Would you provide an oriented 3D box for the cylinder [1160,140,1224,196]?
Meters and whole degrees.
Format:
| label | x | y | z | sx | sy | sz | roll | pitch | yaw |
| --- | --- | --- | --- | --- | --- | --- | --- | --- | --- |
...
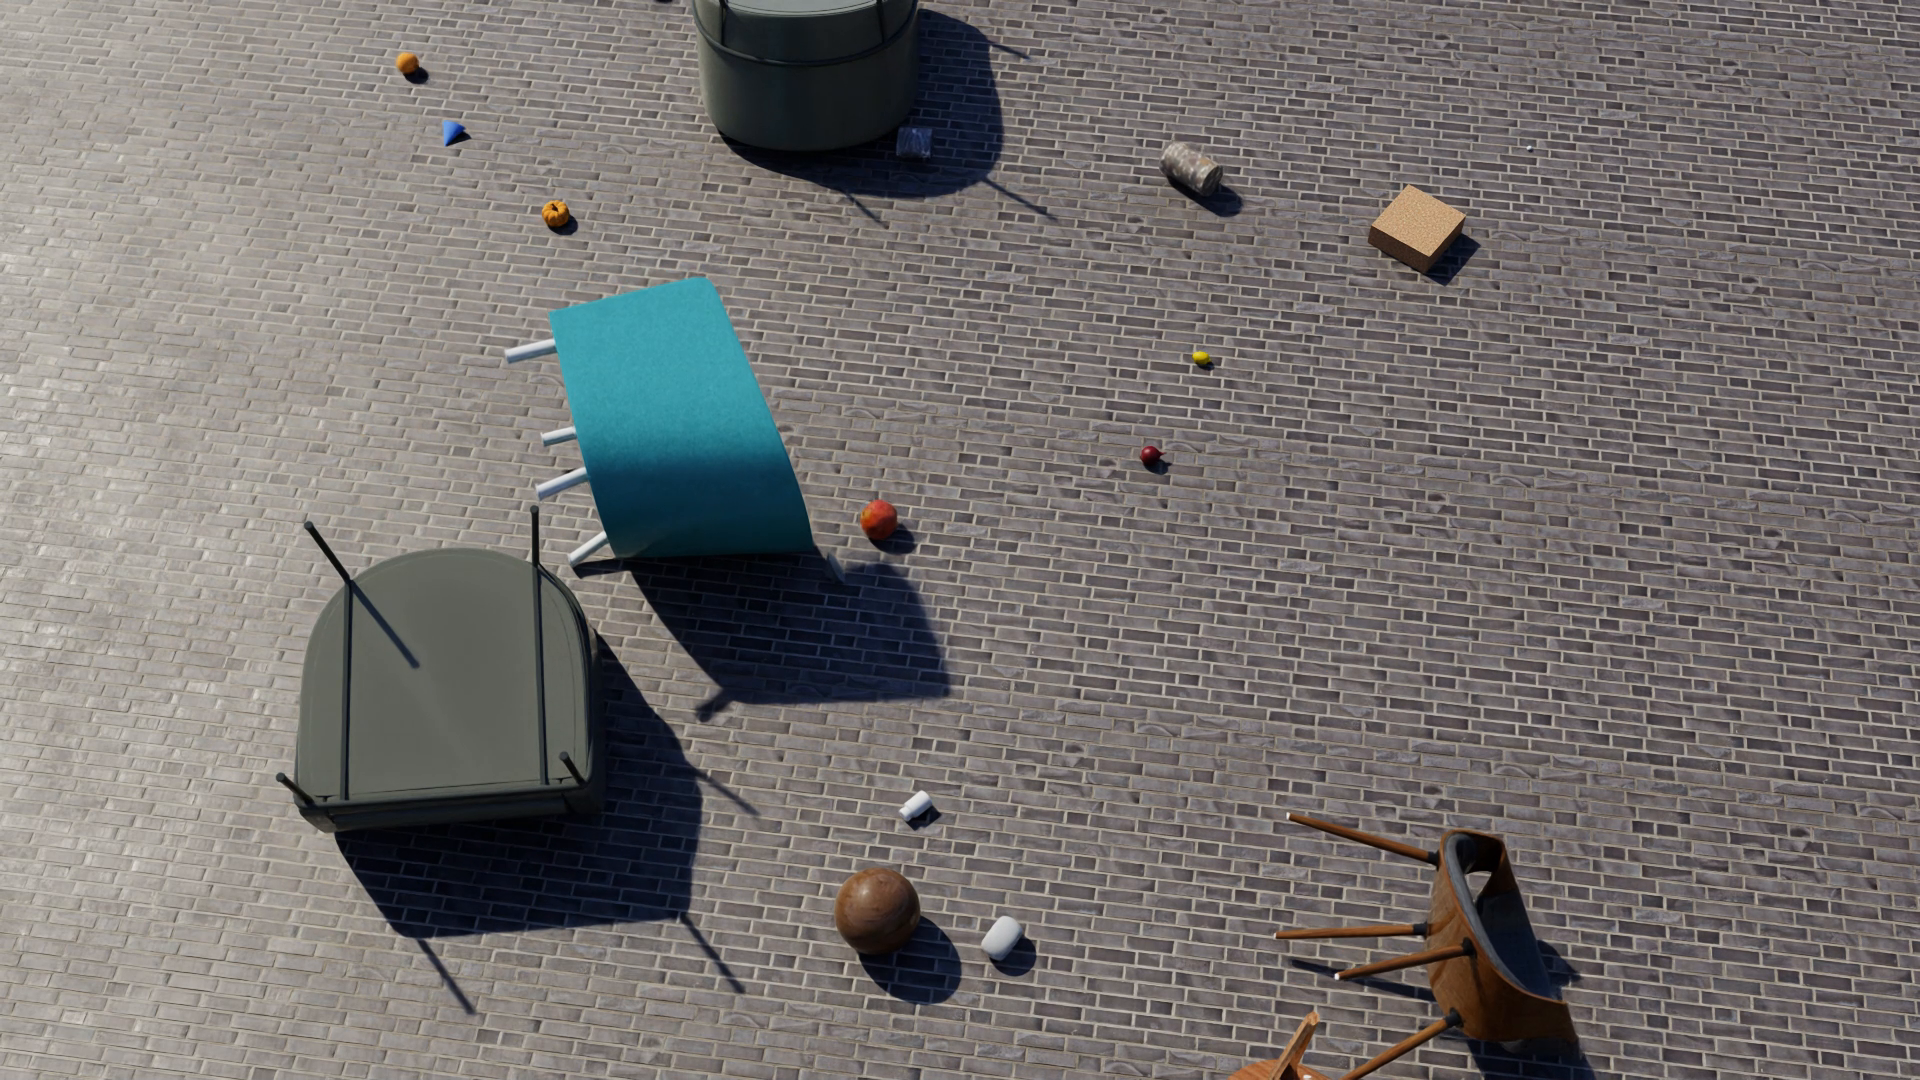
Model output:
| label | x | y | z | sx | sy | sz | roll | pitch | yaw |
| --- | --- | --- | --- | --- | --- | --- | --- | --- | --- |
| cylinder | 0.773 | -1.239 | 7.330 | 0.172 | 0.134 | 0.113 | 36 | 102 | 21 |

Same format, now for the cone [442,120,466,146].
| label | x | y | z | sx | sy | sz | roll | pitch | yaw |
| --- | --- | --- | --- | --- | --- | --- | --- | --- | --- |
| cone | -1.737 | -1.374 | 7.482 | 0.085 | 0.049 | 0.086 | 15 | 73 | 14 |

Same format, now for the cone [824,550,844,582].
| label | x | y | z | sx | sy | sz | roll | pitch | yaw |
| --- | --- | --- | --- | --- | --- | --- | --- | --- | --- |
| cone | -0.385 | 0.092 | 6.496 | 0.050 | 0.062 | 0.121 | -36 | 52 | 15 |

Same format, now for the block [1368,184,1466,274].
| label | x | y | z | sx | sy | sz | roll | pitch | yaw |
| --- | --- | --- | --- | --- | --- | --- | --- | --- | --- |
| block | 1.497 | -1.020 | 7.208 | 0.220 | 0.084 | 0.229 | 33 | 62 | 20 |

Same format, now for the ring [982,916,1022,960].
| label | x | y | z | sx | sy | sz | roll | pitch | yaw |
| --- | --- | --- | --- | --- | --- | --- | --- | --- | --- |
| ring | 0.111 | 1.053 | 5.818 | 0.074 | 0.083 | 0.121 | 36 | 65 | 11 |

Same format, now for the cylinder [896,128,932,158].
| label | x | y | z | sx | sy | sz | roll | pitch | yaw |
| --- | --- | --- | --- | --- | --- | --- | --- | --- | --- |
| cylinder | -0.153 | -1.340 | 7.423 | 0.111 | 0.080 | 0.121 | 4 | 45 | 3 |

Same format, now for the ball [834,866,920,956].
| label | x | y | z | sx | sy | sz | roll | pitch | yaw |
| --- | --- | --- | --- | --- | --- | --- | --- | --- | --- |
| ball | -0.218 | 0.976 | 5.781 | 0.230 | 0.230 | 0.230 | 0 | 56 | 0 |
